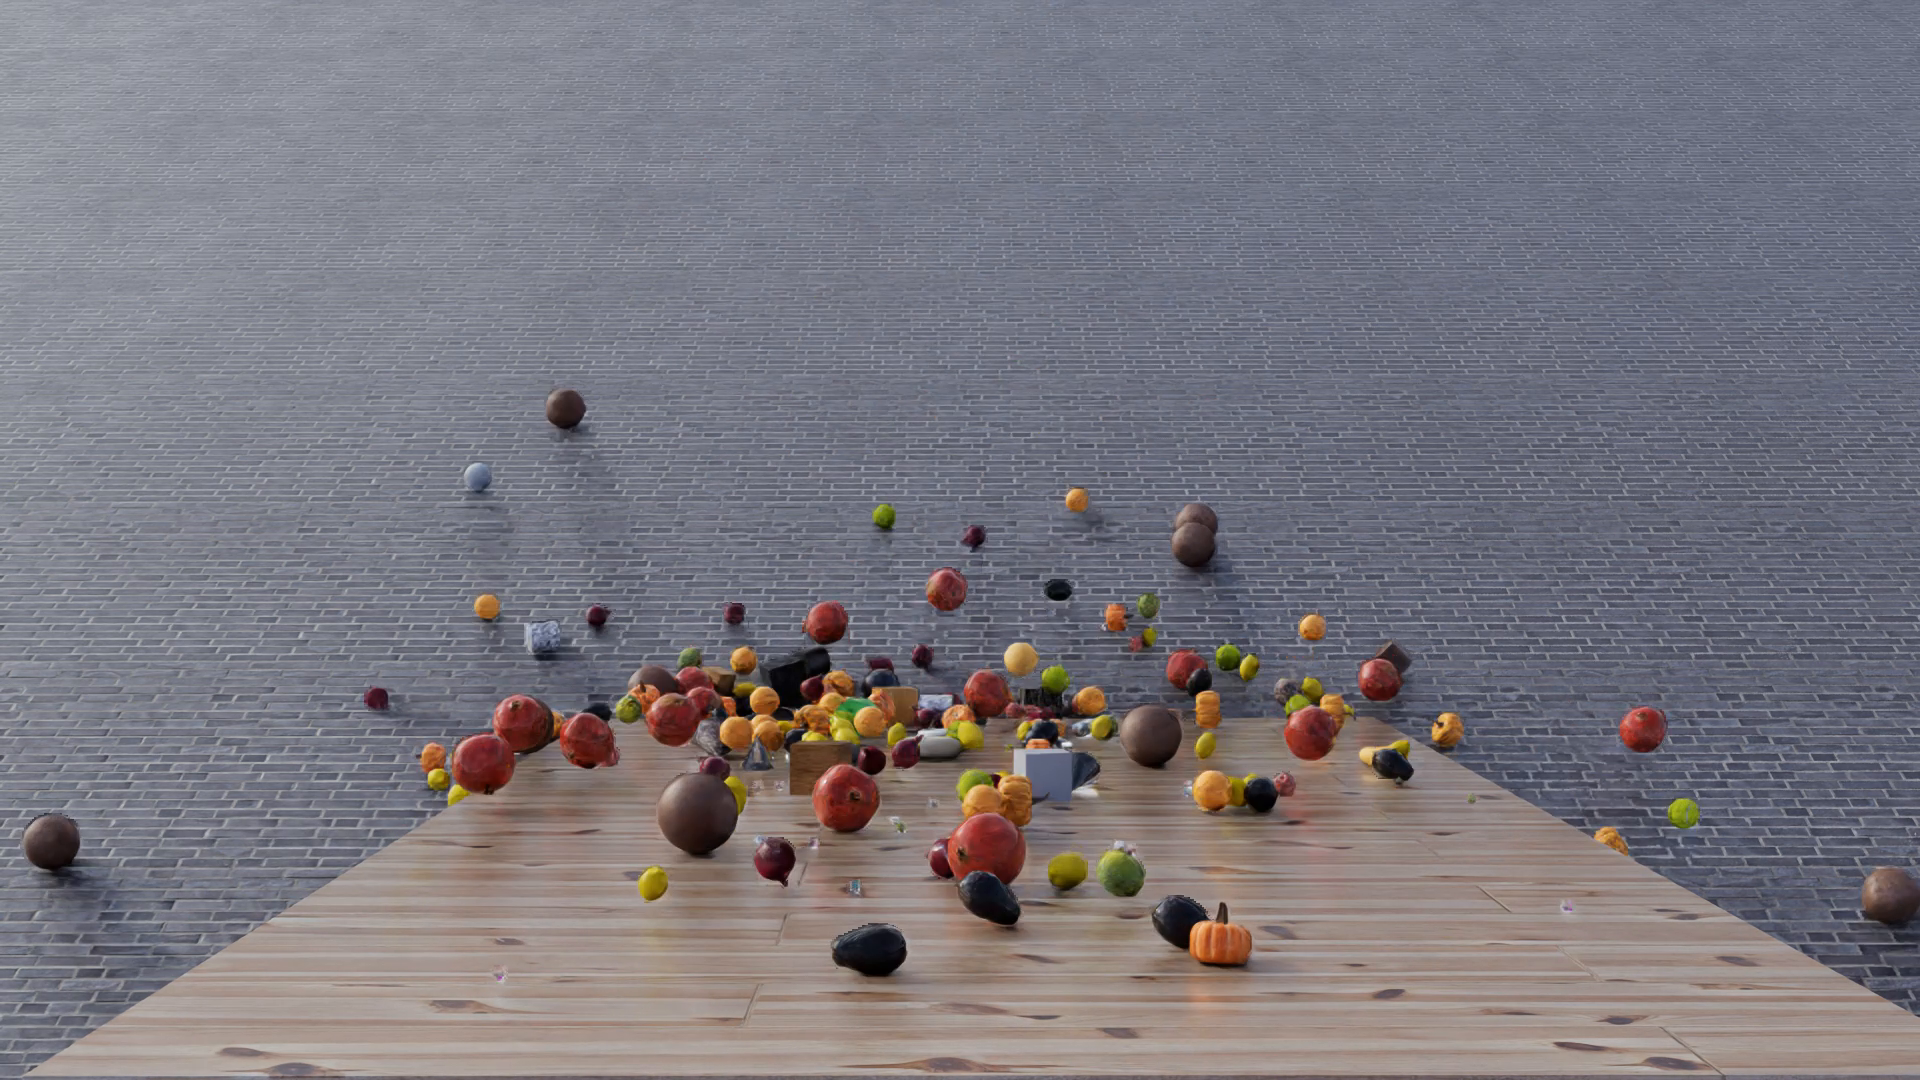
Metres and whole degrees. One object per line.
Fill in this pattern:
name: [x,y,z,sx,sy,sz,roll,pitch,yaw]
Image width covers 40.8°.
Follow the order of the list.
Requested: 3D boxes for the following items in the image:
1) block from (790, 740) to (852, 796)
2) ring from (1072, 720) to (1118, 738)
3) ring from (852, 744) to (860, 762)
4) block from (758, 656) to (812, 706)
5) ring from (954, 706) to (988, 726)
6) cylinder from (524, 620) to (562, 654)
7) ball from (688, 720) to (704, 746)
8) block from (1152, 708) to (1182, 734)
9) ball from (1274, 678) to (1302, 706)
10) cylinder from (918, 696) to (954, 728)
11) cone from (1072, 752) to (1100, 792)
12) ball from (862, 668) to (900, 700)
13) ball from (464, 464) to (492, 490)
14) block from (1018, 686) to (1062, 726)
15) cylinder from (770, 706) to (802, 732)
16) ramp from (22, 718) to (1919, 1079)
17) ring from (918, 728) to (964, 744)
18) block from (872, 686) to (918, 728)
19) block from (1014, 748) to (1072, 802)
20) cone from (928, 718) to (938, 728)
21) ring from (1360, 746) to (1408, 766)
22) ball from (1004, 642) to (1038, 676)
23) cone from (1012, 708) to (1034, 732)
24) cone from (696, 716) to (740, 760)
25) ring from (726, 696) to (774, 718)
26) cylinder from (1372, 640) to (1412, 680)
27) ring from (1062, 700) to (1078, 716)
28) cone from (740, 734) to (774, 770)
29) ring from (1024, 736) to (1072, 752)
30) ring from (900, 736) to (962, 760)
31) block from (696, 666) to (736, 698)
block: [-0.268,0.439,4.974,0.096,0.096,0.096,0,1,14]
ring: [0.319,0.445,6.101,0.112,0.037,0.112,1,0,0]
ring: [-0.283,0.453,5.487,0.139,0.046,0.139,0,2,0]
block: [-0.461,0.369,6.801,0.097,0.097,0.097,-16,11,-18]
ring: [0.007,0.436,6.397,0.131,0.044,0.131,1,1,0]
cylinder: [-1.141,0.265,7.057,0.080,0.080,0.080,-13,29,-20]
ball: [-0.589,0.439,5.865,0.059,0.059,0.059,0,27,0]
block: [0.495,0.433,6.180,0.057,0.057,0.057,0,1,20]
ball: [0.864,0.401,6.799,0.077,0.077,0.077,0,27,0]
cylinder: [-0.057,0.418,6.267,0.082,0.082,0.082,0,27,4]
cone: [0.225,0.467,5.007,0.081,0.081,0.081,7,30,14]
ball: [-0.208,0.388,6.800,0.099,0.099,0.099,0,27,0]
ball: [-1.489,-0.195,7.980,0.085,0.085,0.085,0,27,0]
block: [0.198,0.411,6.392,0.092,0.092,0.092,0,1,-10]
cylinder: [-0.419,0.431,6.212,0.060,0.060,0.060,6,2,12]
ramp: [0.060,0.544,4.580,2.000,0.100,4.000,0,1,0]
ring: [-0.044,0.450,5.870,0.111,0.037,0.111,1,1,0]
block: [-0.160,0.411,6.380,0.092,0.092,0.092,0,1,-15]
block: [0.157,0.443,4.873,0.090,0.090,0.090,0,1,-13]
cone: [-0.062,0.439,6.008,0.053,0.053,0.053,0,1,0]
ring: [0.900,0.459,5.483,0.101,0.034,0.101,1,1,0]
ball: [0.153,0.300,6.482,0.086,0.086,0.086,0,27,0]
cone: [0.151,0.432,6.244,0.056,0.056,0.056,0,1,0]
cone: [-0.525,0.451,5.613,0.099,0.099,0.099,-3,28,-6]
ring: [-0.548,0.438,6.740,0.123,0.041,0.123,-6,12,1]
cylinder: [1.159,0.320,6.908,0.076,0.076,0.076,45,35,-1]
ring: [0.267,0.441,6.755,0.087,0.029,0.087,-9,11,2]
cone: [-0.424,0.442,5.398,0.072,0.072,0.072,0,1,0]
ring: [0.195,0.454,5.682,0.108,0.036,0.108,-1,0,0]
ring: [-0.064,0.451,5.600,0.136,0.045,0.136,1,-3,0]
block: [-0.646,0.376,6.836,0.067,0.067,0.067,19,9,33]
